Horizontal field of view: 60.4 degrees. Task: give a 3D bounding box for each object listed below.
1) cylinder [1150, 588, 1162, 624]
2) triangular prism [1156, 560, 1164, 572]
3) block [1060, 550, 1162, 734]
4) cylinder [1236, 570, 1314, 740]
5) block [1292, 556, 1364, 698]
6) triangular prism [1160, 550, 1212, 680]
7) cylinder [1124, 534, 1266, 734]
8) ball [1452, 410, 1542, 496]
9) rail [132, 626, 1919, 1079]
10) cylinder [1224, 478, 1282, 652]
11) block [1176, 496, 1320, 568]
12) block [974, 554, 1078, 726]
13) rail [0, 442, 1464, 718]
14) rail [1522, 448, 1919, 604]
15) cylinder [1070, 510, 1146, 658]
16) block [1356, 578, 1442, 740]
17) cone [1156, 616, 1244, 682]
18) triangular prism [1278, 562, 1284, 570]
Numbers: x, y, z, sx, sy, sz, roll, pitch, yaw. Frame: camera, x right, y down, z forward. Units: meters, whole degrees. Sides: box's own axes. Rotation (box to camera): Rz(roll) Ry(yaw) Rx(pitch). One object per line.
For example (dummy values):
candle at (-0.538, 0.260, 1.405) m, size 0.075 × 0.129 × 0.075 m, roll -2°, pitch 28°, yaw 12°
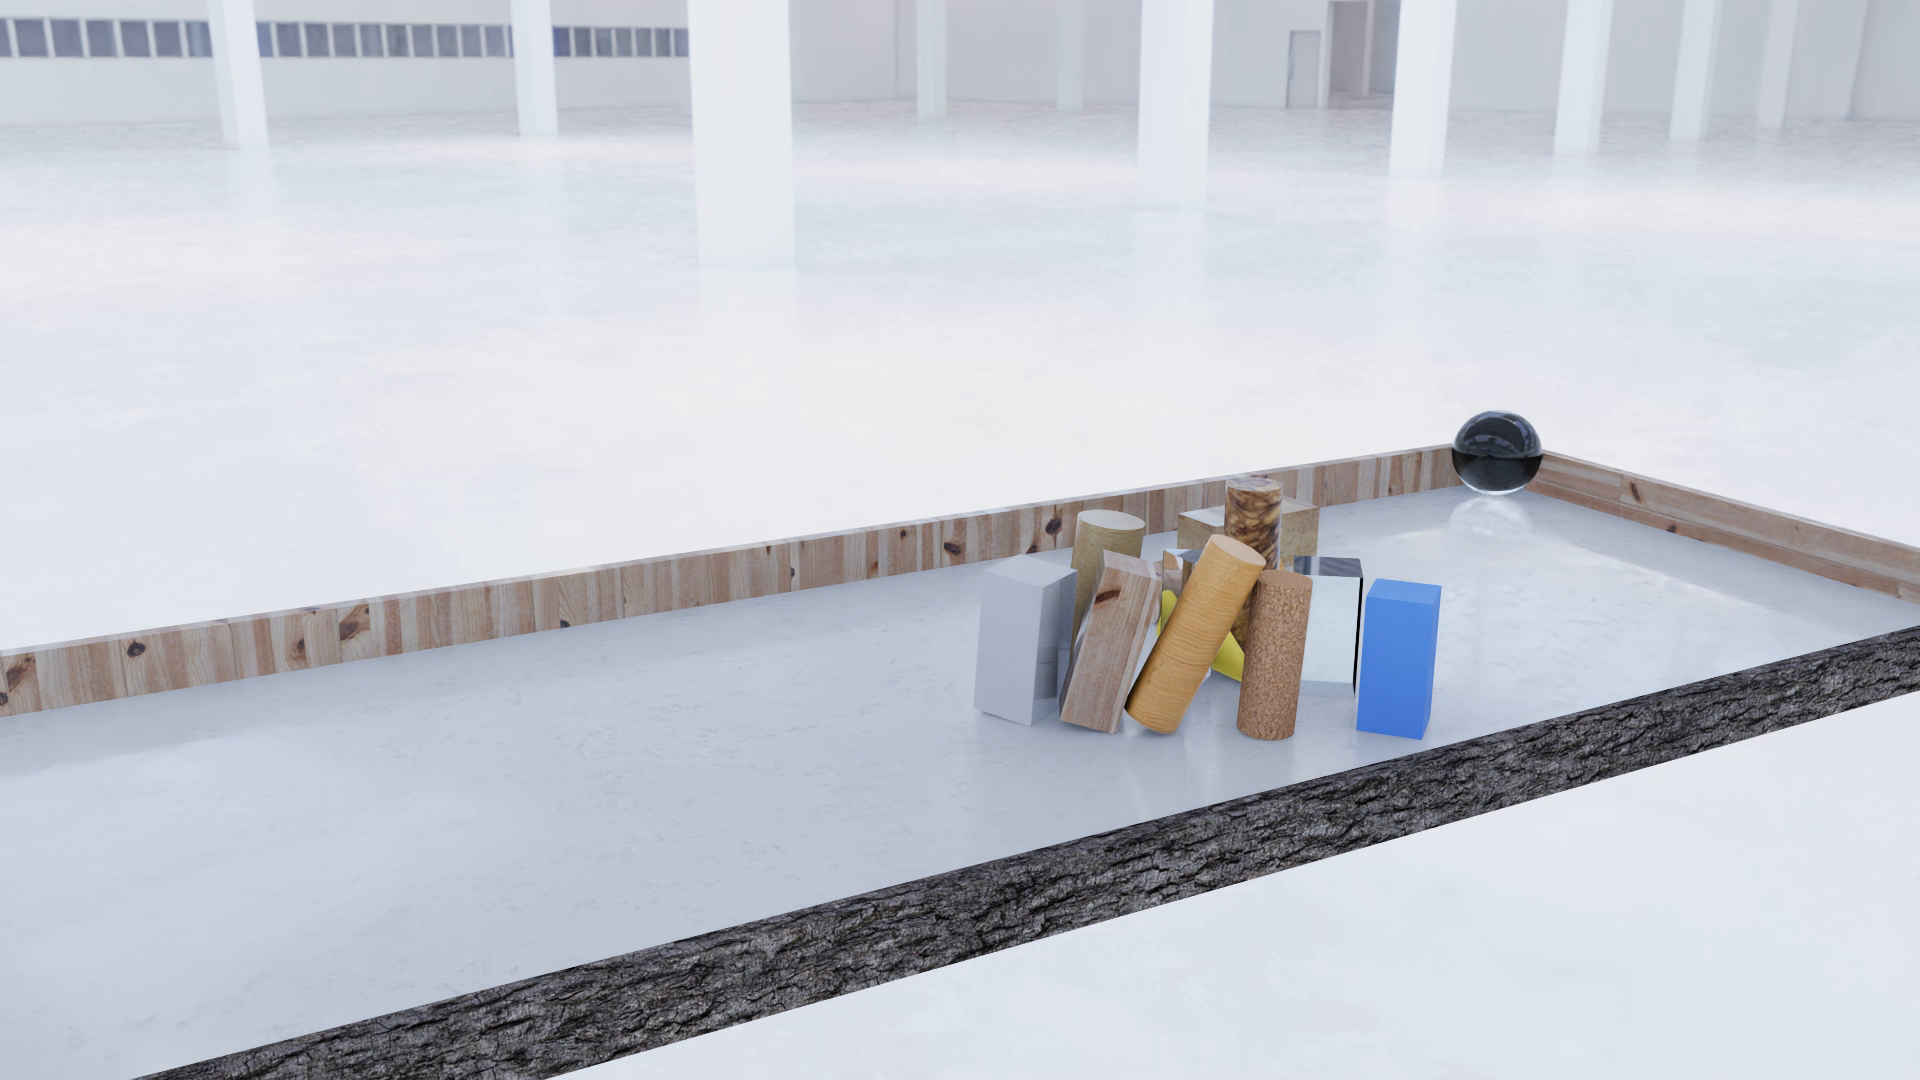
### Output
cylinder at (0.714, 0.161, 4.599) m, size 0.374 × 0.118 × 0.118 m, roll -4°, pitch 17°, yaw -12°
triangular prism at (0.645, 0.097, 4.727) m, size 0.316 × 0.128 × 0.111 m, roll -12°, pitch -14°, yaw -36°
block at (0.347, 0.236, 3.829) m, size 0.135 × 0.387 × 0.135 m, roll 15°, pitch 17°, yaw -1°
cylinder at (0.723, 0.263, 3.796) m, size 0.133 × 0.367 × 0.133 m, roll 3°, pitch 16°, yaw -1°
block at (0.900, 0.213, 4.080) m, size 0.162 × 0.310 × 0.162 m, roll 3°, pitch 17°, yaw 9°
triangular prism at (0.553, 0.191, 4.115) m, size 0.113 × 0.332 × 0.130 m, roll 10°, pitch 19°, yaw 32°
cylinder at (0.534, 0.217, 3.776) m, size 0.137 × 0.457 × 0.137 m, roll 22°, pitch 20°, yaw -8°
ball at (1.909, -0.310, 5.866) m, size 0.307 × 0.307 × 0.307 m, roll 0°, pitch 16°, yaw 0°
rail at (-2.336, 1.006, 1.665) m, size 12.000 × 0.150 × 0.050 m, roll -9°, pitch 18°, yaw -27°
cylinder at (0.759, 0.073, 4.307) m, size 0.145 × 0.451 × 0.145 m, roll 0°, pitch 16°, yaw 0°
block at (0.887, -0.008, 5.076) m, size 0.419 × 0.173 × 0.173 m, roll -10°, pitch 19°, yaw -31°
block at (0.154, 0.236, 3.912) m, size 0.161 × 0.349 × 0.161 m, roll 16°, pitch 22°, yaw 30°
rail at (-3.305, 0.497, 3.399) m, size 12.000 × 0.150 × 0.050 m, roll -9°, pitch 18°, yaw -27°
rail at (2.466, -0.048, 5.253) m, size 0.050 × 0.150 × 2.100 m, roll -9°, pitch 18°, yaw -27°
cylinder at (0.344, 0.150, 4.067) m, size 0.165 × 0.421 × 0.165 m, roll 6°, pitch 17°, yaw -2°
block at (1.021, 0.275, 3.838) m, size 0.149 × 0.328 × 0.149 m, roll 7°, pitch 18°, yaw 22°
cone at (0.676, 0.296, 4.194) m, size 0.178 × 0.178 × 0.361 m, roll -9°, pitch 33°, yaw -28°
triangular prism at (0.822, 0.113, 4.798) m, size 0.333 × 0.092 × 0.106 m, roll -15°, pitch 22°, yaw -41°
